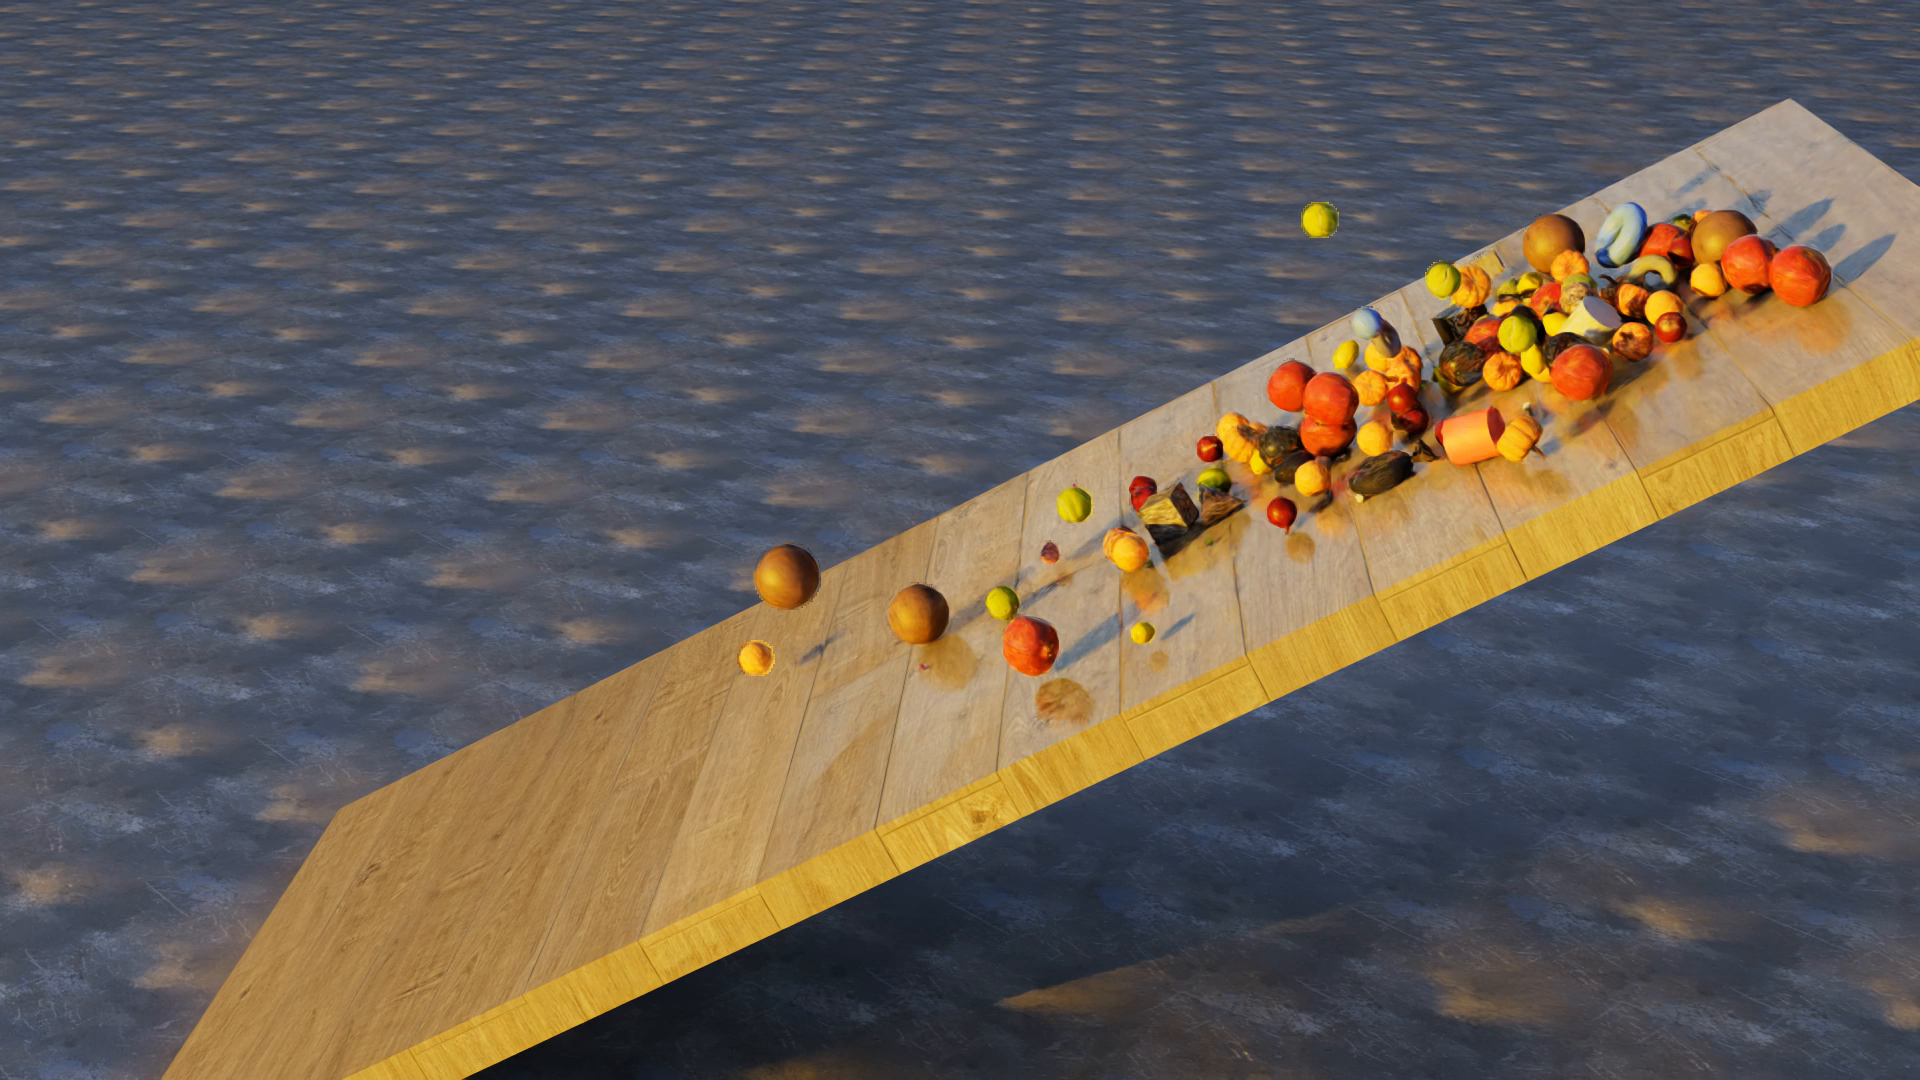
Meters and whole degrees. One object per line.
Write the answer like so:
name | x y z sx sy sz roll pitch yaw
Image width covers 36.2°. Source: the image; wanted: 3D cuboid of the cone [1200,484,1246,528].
cone | 0.543 -0.075 6.029 0.092 0.092 0.092 -7 16 10

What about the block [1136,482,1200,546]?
block | 0.433 -0.055 6.106 0.082 0.082 0.082 -27 13 30

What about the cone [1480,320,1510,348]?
cone | 1.137 -0.432 6.202 0.058 0.058 0.058 9 19 34

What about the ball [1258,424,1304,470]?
ball | 0.669 -0.192 6.125 0.096 0.096 0.096 0 17 0

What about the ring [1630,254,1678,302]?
ring | 1.393 -0.526 5.908 0.097 0.097 0.032 7 8 23

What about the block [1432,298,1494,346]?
block | 1.083 -0.461 6.311 0.082 0.082 0.082 -34 15 -21

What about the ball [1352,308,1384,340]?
ball | 0.808 -0.428 5.834 0.062 0.062 0.062 0 17 0

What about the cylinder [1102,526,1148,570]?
cylinder | 0.339 0.017 6.038 0.077 0.077 0.077 -3 10 -9

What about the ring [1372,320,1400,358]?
ring | 0.895 -0.422 6.186 0.029 0.086 0.086 -28 -2 37

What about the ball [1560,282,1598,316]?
ball | 1.229 -0.475 5.835 0.077 0.077 0.077 0 17 0

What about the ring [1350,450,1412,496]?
ring | 0.818 -0.129 5.719 0.131 0.044 0.131 -27 15 8

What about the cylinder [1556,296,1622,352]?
cylinder | 1.228 -0.412 5.741 0.090 0.090 0.090 20 39 -18

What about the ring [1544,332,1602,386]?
ring | 1.174 -0.346 5.636 0.118 0.039 0.118 9 57 -15

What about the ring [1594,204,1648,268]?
ring | 1.360 -0.626 6.053 0.048 0.145 0.145 24 12 -15

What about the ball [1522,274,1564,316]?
ball | 1.228 -0.518 6.198 0.088 0.088 0.088 0 17 0

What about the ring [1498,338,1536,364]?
ring | 1.117 -0.378 5.896 0.083 0.028 0.083 31 3 -2

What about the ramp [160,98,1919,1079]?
ramp | 0.140 0.167 6.281 4.000 0.100 2.000 -26 14 10

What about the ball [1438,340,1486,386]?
ball | 1.009 -0.355 5.910 0.093 0.093 0.093 0 17 0

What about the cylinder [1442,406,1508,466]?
cylinder | 0.970 -0.194 5.540 0.093 0.093 0.093 -16 7 31

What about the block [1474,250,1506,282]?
block | 1.197 -0.619 6.643 0.051 0.051 0.051 -31 2 16
